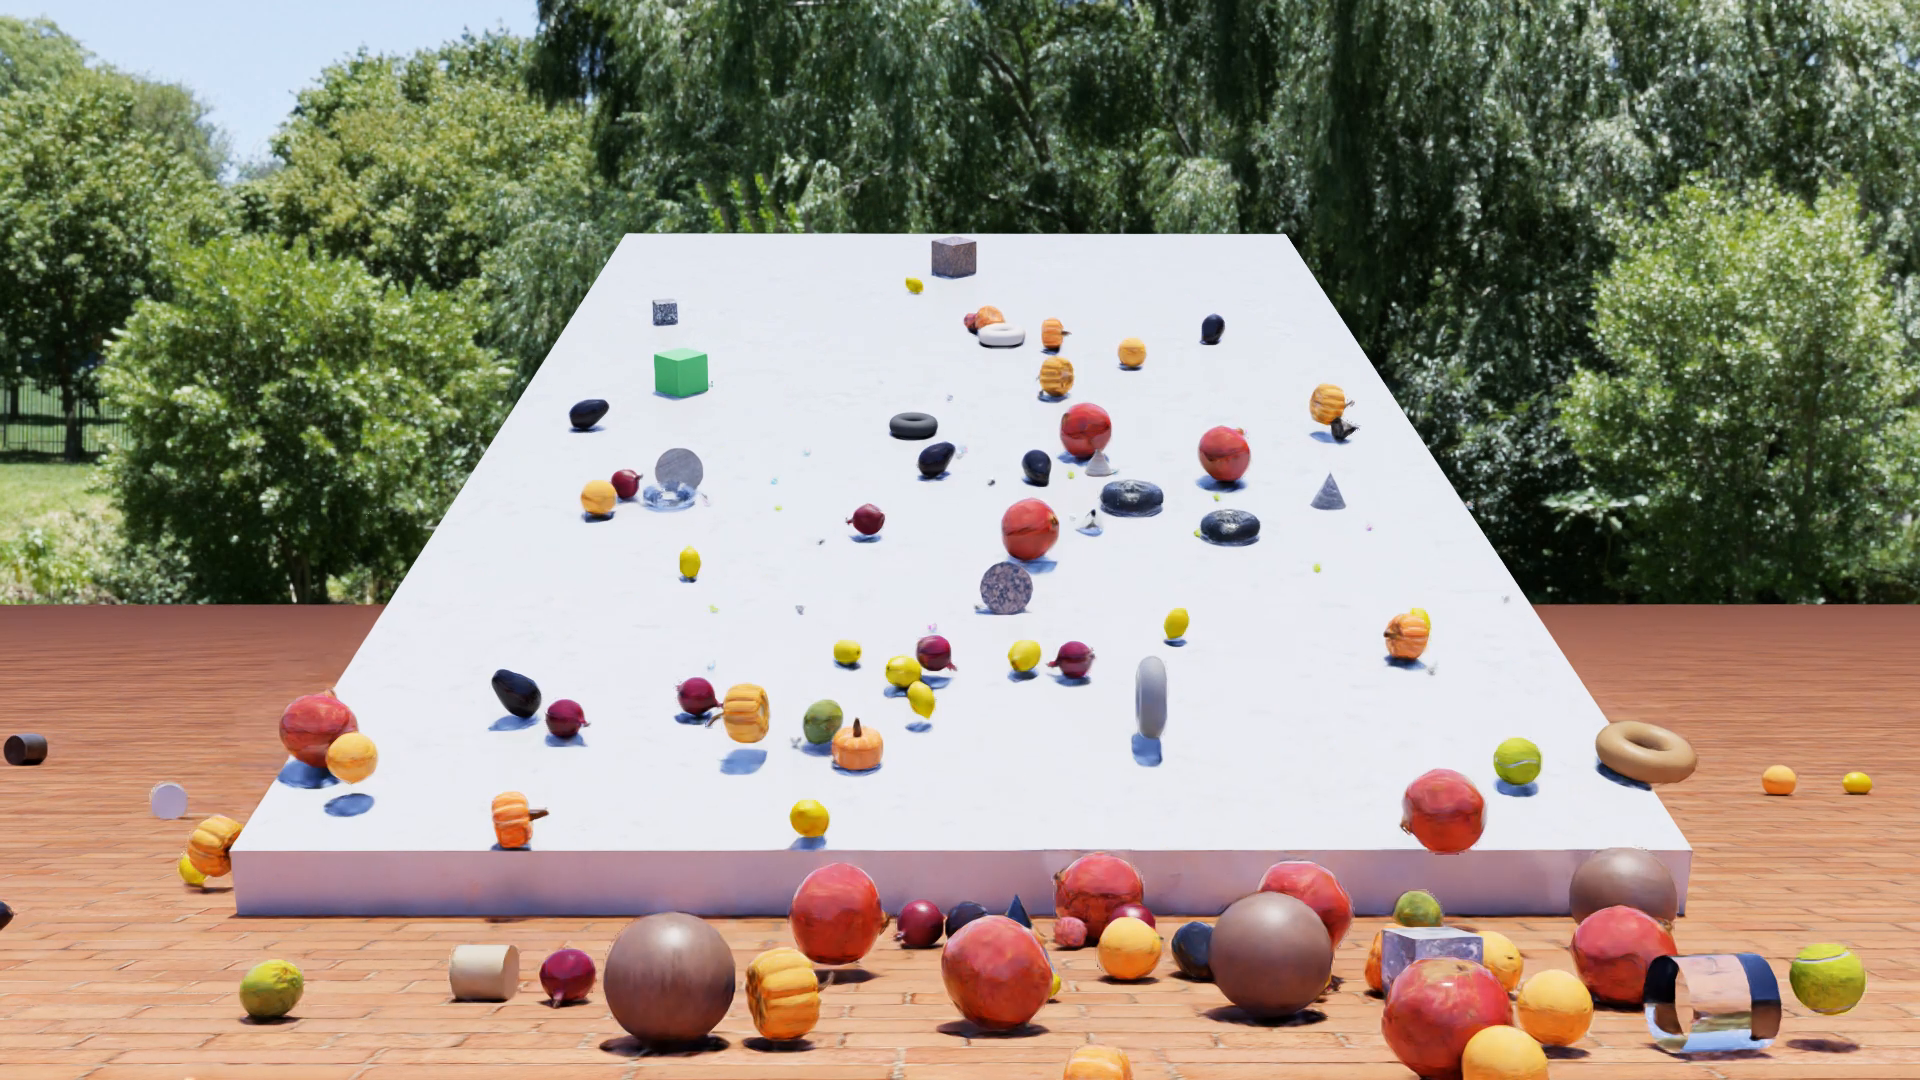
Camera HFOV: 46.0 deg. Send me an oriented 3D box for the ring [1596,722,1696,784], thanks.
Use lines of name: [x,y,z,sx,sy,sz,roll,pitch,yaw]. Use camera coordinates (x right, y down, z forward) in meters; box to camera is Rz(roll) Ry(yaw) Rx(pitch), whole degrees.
ring: [1.012,0.313,3.338,0.146,0.049,0.146,7,20,-3]

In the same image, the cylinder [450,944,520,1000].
cylinder: [-0.518,0.472,2.472,0.059,0.059,0.059,0,-1,9]

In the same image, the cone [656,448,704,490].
cone: [-0.568,-0.132,4.574,0.096,0.096,0.096,0,-7,-8]

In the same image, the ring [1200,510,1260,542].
ring: [0.513,-0.026,4.293,0.116,0.039,0.116,-1,20,0]

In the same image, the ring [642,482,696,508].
ring: [-0.575,-0.088,4.468,0.104,0.035,0.104,1,19,0]

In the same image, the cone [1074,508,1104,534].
cone: [0.240,-0.027,4.316,0.050,0.050,0.050,-23,-8,17]

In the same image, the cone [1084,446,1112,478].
cone: [0.284,-0.165,4.650,0.058,0.058,0.058,0,20,0]

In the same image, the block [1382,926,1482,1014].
block: [0.507,0.461,2.432,0.078,0.078,0.078,0,-2,-16]

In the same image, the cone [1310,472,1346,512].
cone: [0.728,-0.102,4.456,0.071,0.071,0.071,0,20,0]

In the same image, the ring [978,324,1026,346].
ring: [0.104,-0.511,5.640,0.118,0.039,0.118,-1,20,0]

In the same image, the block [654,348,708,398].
block: [-0.643,-0.387,5.221,0.087,0.087,0.087,18,26,40]

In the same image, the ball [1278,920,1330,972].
ball: [0.403,0.476,2.656,0.060,0.060,0.060,0,-1,0]

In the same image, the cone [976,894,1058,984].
cone: [0.066,0.457,2.621,0.097,0.097,0.097,0,-1,0]

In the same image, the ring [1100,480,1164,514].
ring: [0.338,-0.085,4.452,0.127,0.042,0.127,1,19,0]

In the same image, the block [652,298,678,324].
block: [-0.760,-0.589,5.831,0.054,0.054,0.054,-7,21,-18]

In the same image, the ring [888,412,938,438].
ring: [-0.101,-0.250,4.919,0.108,0.036,0.108,1,19,0]

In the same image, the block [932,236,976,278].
block: [-0.017,-0.796,6.357,0.091,0.091,0.091,-16,25,-38]

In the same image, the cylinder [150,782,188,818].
cylinder: [-1.567,0.517,4.485,0.069,0.069,0.069,1,-9,-22]

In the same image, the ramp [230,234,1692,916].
ramp: [-0.005,-0.205,4.992,2.000,0.100,4.000,0,20,0]
